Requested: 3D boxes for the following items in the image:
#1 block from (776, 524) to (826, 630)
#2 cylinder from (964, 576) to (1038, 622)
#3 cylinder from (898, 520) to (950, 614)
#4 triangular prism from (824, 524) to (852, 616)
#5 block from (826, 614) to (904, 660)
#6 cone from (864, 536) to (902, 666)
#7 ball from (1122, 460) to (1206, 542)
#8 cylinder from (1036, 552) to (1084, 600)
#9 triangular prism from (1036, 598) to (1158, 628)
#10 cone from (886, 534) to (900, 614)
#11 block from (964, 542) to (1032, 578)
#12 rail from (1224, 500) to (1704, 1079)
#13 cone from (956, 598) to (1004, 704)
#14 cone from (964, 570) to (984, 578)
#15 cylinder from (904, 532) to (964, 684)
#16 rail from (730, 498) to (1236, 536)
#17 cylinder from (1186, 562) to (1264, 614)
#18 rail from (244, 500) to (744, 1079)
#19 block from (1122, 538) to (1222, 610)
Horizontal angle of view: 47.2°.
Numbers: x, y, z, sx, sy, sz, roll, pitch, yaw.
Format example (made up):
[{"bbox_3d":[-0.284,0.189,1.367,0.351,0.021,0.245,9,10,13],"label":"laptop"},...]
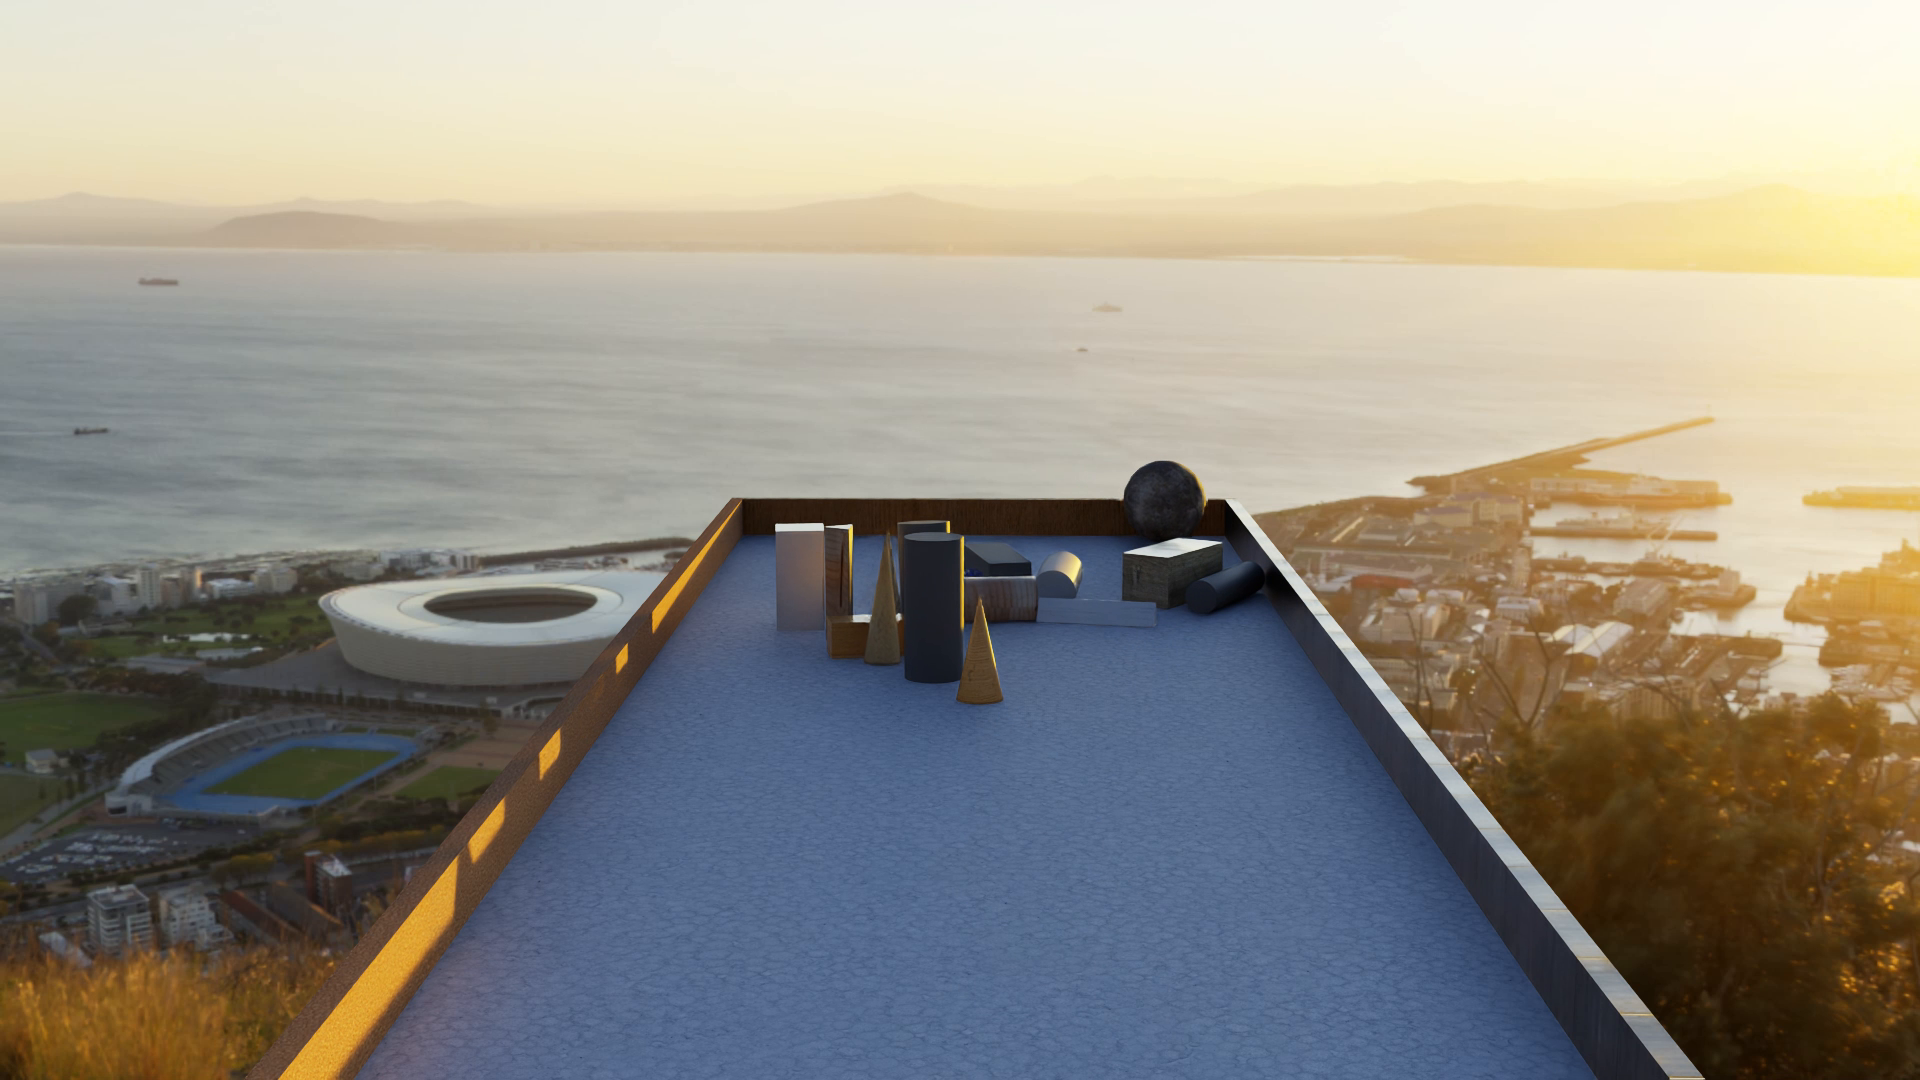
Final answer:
[{"bbox_3d":[-0.523,0.120,7.204,0.156,0.328,0.156,-1,9,-5],"label":"block"},{"bbox_3d":[0.040,0.197,7.299,0.420,0.146,0.146,-1,9,-8],"label":"cylinder"},{"bbox_3d":[-0.109,0.129,6.960,0.164,0.372,0.164,-2,4,0],"label":"cylinder"},{"bbox_3d":[-0.366,0.137,6.980,0.093,0.365,0.080,6,11,33],"label":"triangular prism"},{"bbox_3d":[-0.238,0.295,6.790,0.333,0.112,0.112,-2,9,-11],"label":"block"},{"bbox_3d":[-0.228,0.169,6.633,0.116,0.406,0.116,2,10,0],"label":"cone"},{"bbox_3d":[0.829,-0.157,8.931,0.334,0.334,0.334,0,9,0],"label":"ball"},{"bbox_3d":[0.337,0.146,7.600,0.153,0.153,0.408,1,9,7],"label":"cylinder"},{"bbox_3d":[0.454,0.235,7.272,0.392,0.075,0.087,2,9,14],"label":"triangular prism"},{"bbox_3d":[-0.235,0.121,7.206,0.104,0.326,0.104,0,9,0],"label":"cone"},{"bbox_3d":[0.128,0.119,7.786,0.149,0.149,0.449,-2,9,-11],"label":"block"},{"bbox_3d":[1.046,0.843,3.208,0.050,0.150,12.000,0,9,1],"label":"rail"},{"bbox_3d":[0.056,0.299,6.160,0.133,0.300,0.133,0,9,0],"label":"cone"},{"bbox_3d":[-0.091,0.184,7.625,0.381,0.140,0.140,-6,3,42],"label":"cone"},{"bbox_3d":[-0.076,0.197,6.434,0.173,0.418,0.173,0,9,0],"label":"cylinder"},{"bbox_3d":[0.099,-0.098,9.147,2.100,0.150,0.050,0,9,1],"label":"rail"},{"bbox_3d":[0.921,0.163,7.617,0.116,0.116,0.449,5,10,28],"label":"cylinder"},{"bbox_3d":[-1.004,0.839,3.234,0.050,0.150,12.000,0,9,1],"label":"rail"},{"bbox_3d":[0.747,0.115,7.710,0.180,0.180,0.398,6,11,34],"label":"block"}]
